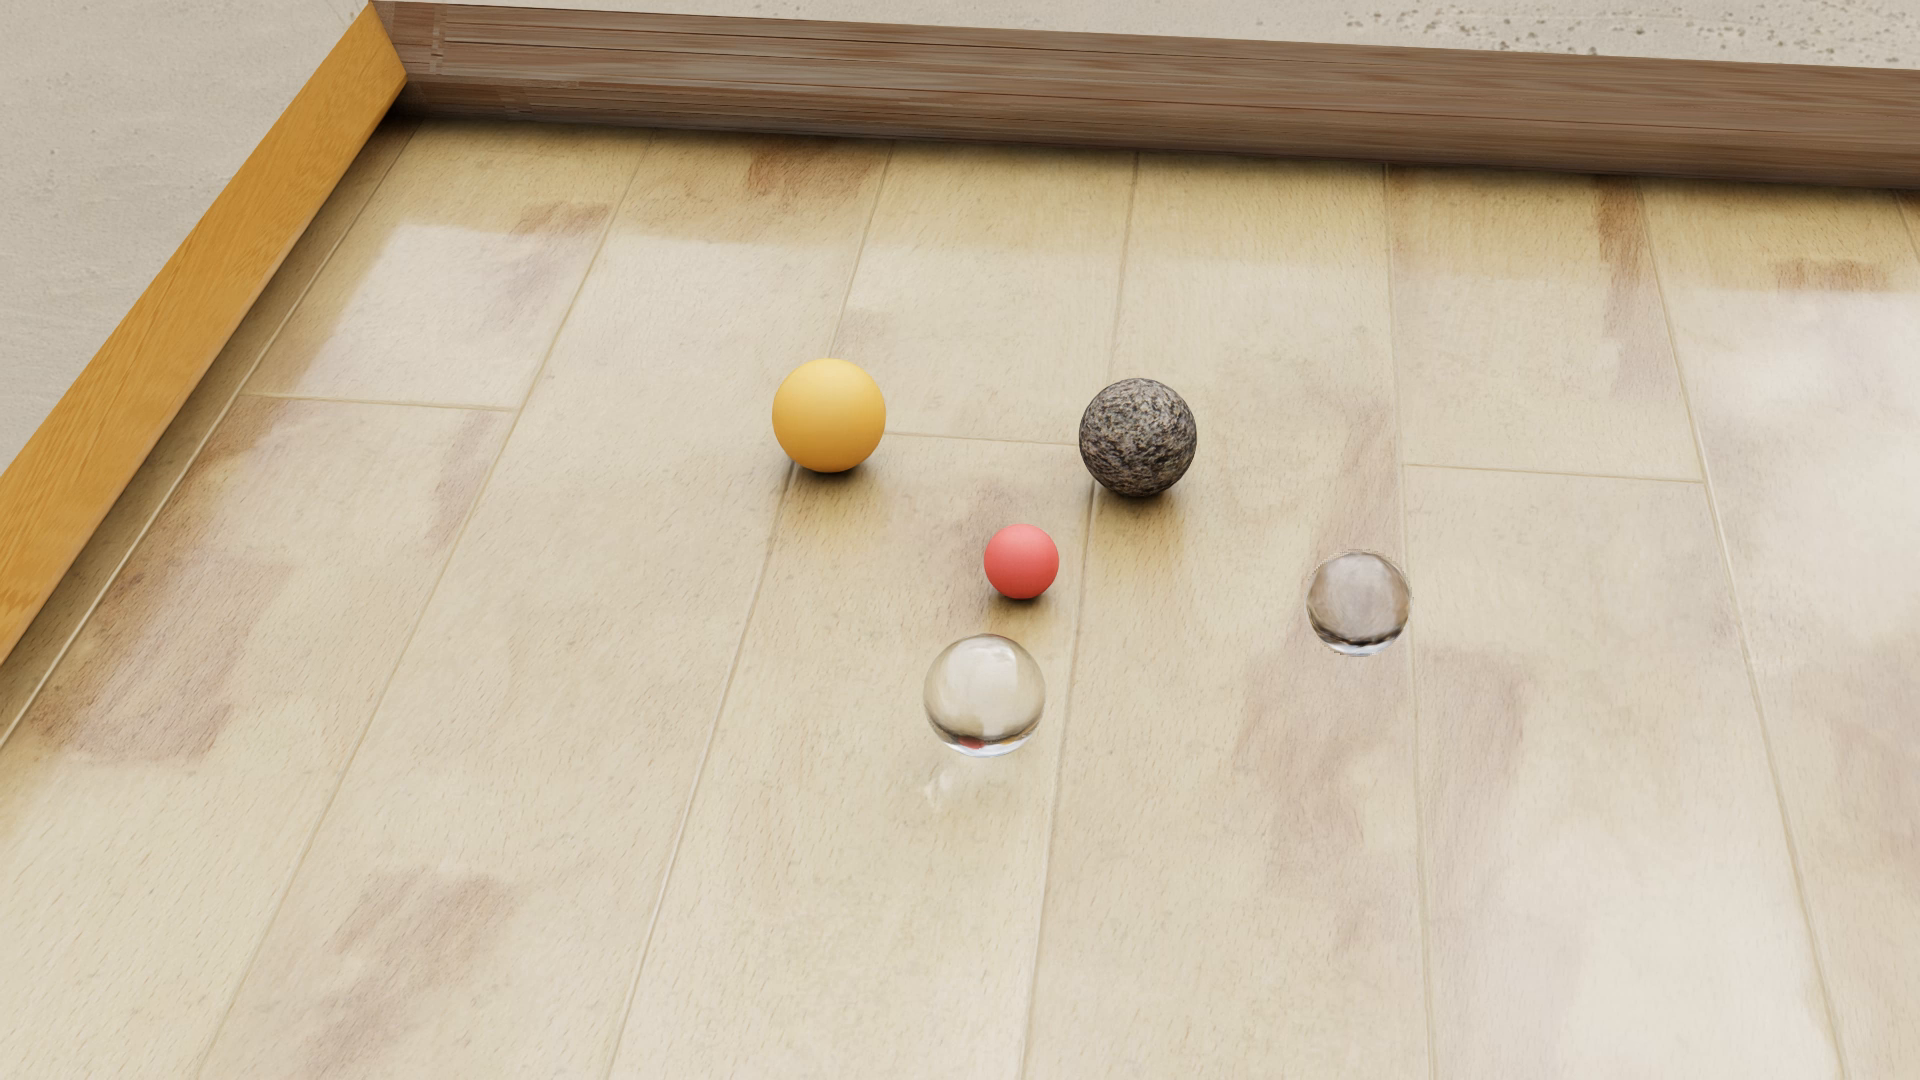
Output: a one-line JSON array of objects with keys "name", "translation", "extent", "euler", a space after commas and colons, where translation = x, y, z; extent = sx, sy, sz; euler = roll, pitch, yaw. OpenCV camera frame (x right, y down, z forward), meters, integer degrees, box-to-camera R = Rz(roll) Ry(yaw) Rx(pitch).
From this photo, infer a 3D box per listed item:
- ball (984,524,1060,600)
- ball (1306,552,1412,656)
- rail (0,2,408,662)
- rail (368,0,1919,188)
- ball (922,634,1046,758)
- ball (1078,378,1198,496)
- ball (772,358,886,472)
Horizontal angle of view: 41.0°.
[{"name": "ball", "translation": [0.047, 0.016, 1.966], "extent": [0.058, 0.058, 0.058], "euler": [0, 34, 0]}, {"name": "ball", "translation": [0.296, 0.047, 1.904], "extent": [0.077, 0.077, 0.077], "euler": [0, 34, 0]}, {"name": "rail", "translation": [-0.670, -0.060, 2.017], "extent": [0.045, 0.125, 1.571], "euler": [4, 34, 5]}, {"name": "rail", "translation": [0.779, -0.400, 2.515], "extent": [2.792, 0.125, 0.045], "euler": [4, 34, 5]}, {"name": "ball", "translation": [0.017, 0.109, 1.803], "extent": [0.088, 0.088, 0.088], "euler": [0, 34, 0]}, {"name": "ball", "translation": [0.144, -0.083, 2.078], "extent": [0.096, 0.096, 0.096], "euler": [0, 34, 0]}, {"name": "ball", "translation": [-0.108, -0.102, 2.108], "extent": [0.094, 0.094, 0.094], "euler": [0, 34, 0]}]
